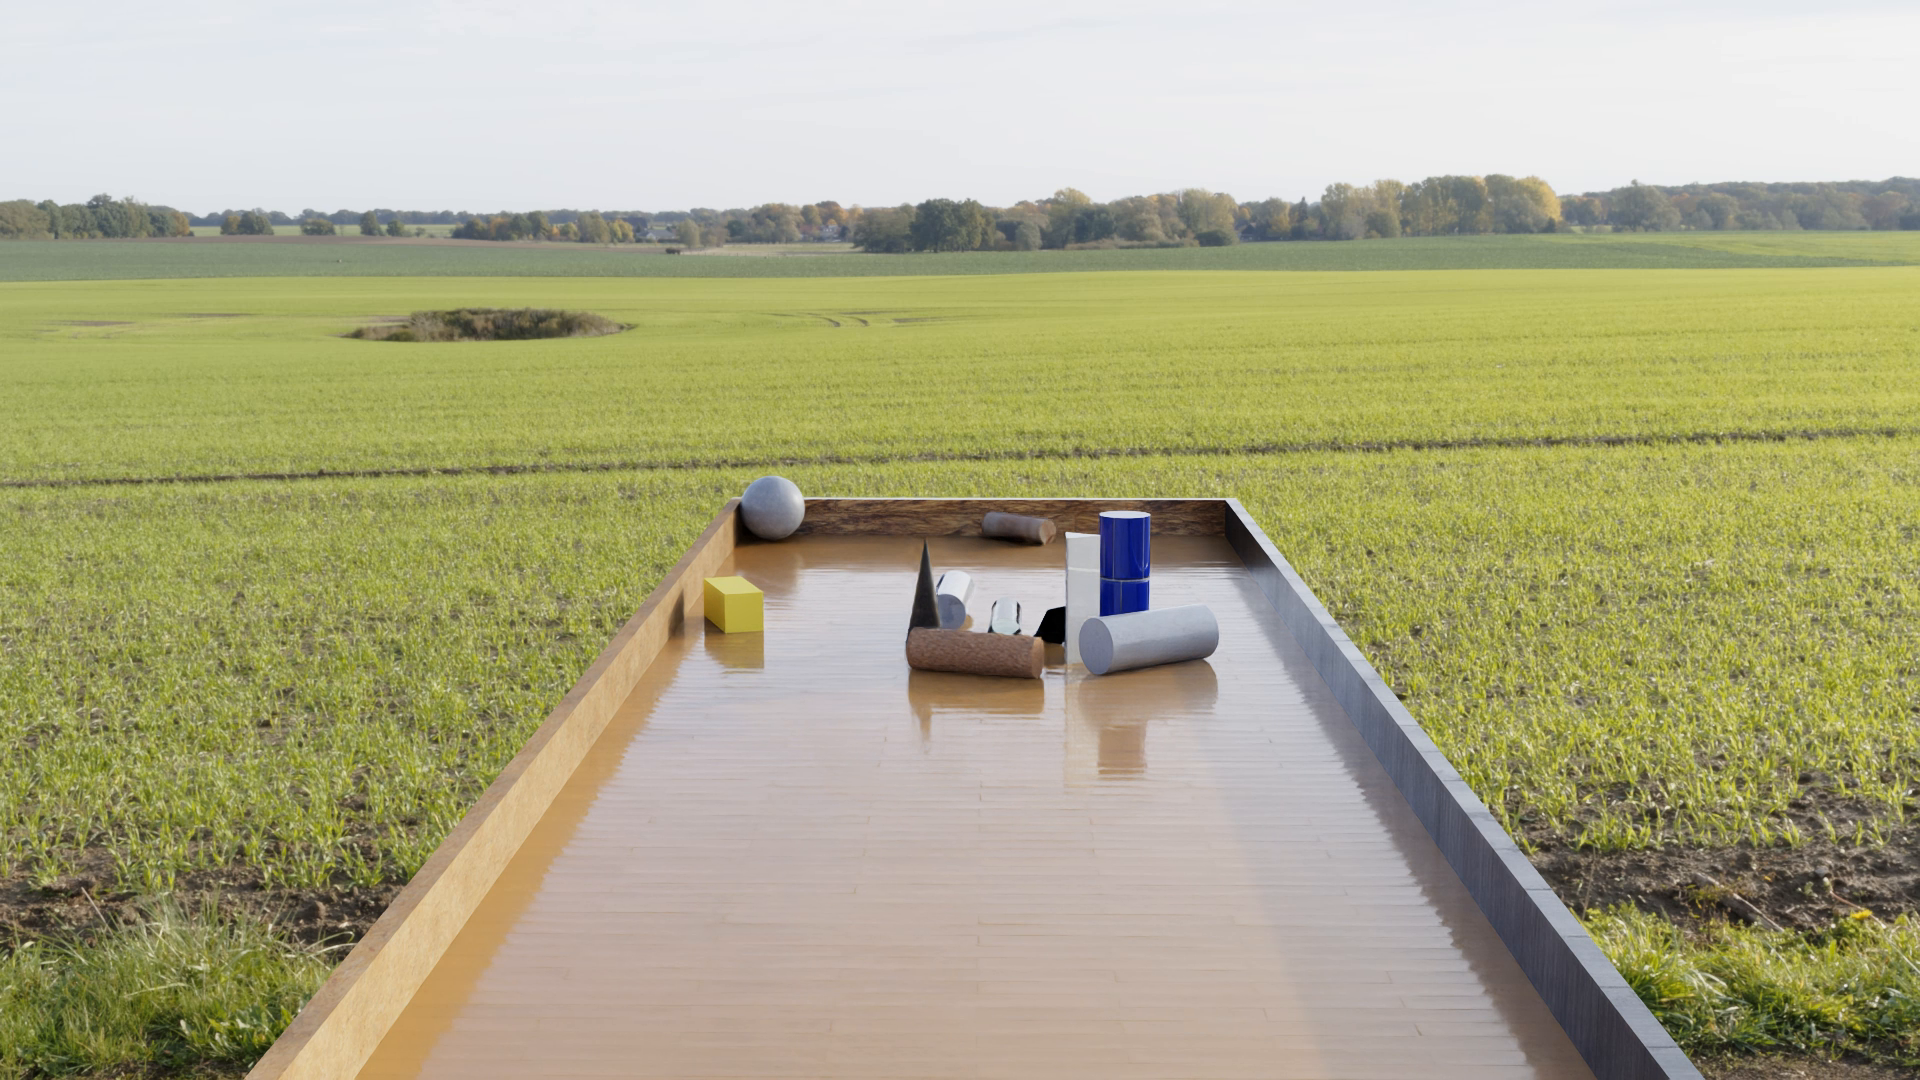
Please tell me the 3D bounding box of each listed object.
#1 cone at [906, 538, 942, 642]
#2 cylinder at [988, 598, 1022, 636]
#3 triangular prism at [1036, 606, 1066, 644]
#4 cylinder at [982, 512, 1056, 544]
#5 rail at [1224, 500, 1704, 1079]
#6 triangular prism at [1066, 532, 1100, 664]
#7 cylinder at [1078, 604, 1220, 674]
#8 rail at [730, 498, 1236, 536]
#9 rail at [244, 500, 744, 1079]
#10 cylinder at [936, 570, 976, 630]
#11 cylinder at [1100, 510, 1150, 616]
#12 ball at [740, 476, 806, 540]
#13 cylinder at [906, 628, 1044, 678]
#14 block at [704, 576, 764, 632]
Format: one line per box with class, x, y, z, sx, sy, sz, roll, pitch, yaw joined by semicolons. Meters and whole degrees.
cone;-0.108;0.155;6.872;0.122;0.352;0.122;0;15;0
cylinder;0.145;0.265;7.009;0.103;0.103;0.349;0;9;2
triangular prism;0.434;0.243;7.128;0.118;0.102;0.457;8;12;42
cylinder;0.237;-0.047;8.984;0.314;0.100;0.100;8;12;42
rail;1.046;0.843;3.208;0.050;0.150;12.000;0;9;1
triangular prism;0.348;0.173;6.685;0.117;0.385;0.102;-5;10;-28
cylinder;0.569;0.296;6.606;0.405;0.169;0.169;-6;11;-34
rail;0.099;-0.098;9.147;2.100;0.150;0.050;0;9;1
rail;-1.004;0.839;3.234;0.050;0.150;12.000;0;9;1
cylinder;-0.030;0.203;7.306;0.132;0.132;0.440;1;9;4
cylinder;0.517;0.123;6.925;0.160;0.410;0.160;0;9;0
ball;-0.766;-0.131;8.994;0.264;0.264;0.264;0;9;0
cylinder;0.046;0.333;6.518;0.393;0.123;0.123;3;10;21
block;-0.750;0.211;7.270;0.127;0.127;0.318;-3;10;-19
